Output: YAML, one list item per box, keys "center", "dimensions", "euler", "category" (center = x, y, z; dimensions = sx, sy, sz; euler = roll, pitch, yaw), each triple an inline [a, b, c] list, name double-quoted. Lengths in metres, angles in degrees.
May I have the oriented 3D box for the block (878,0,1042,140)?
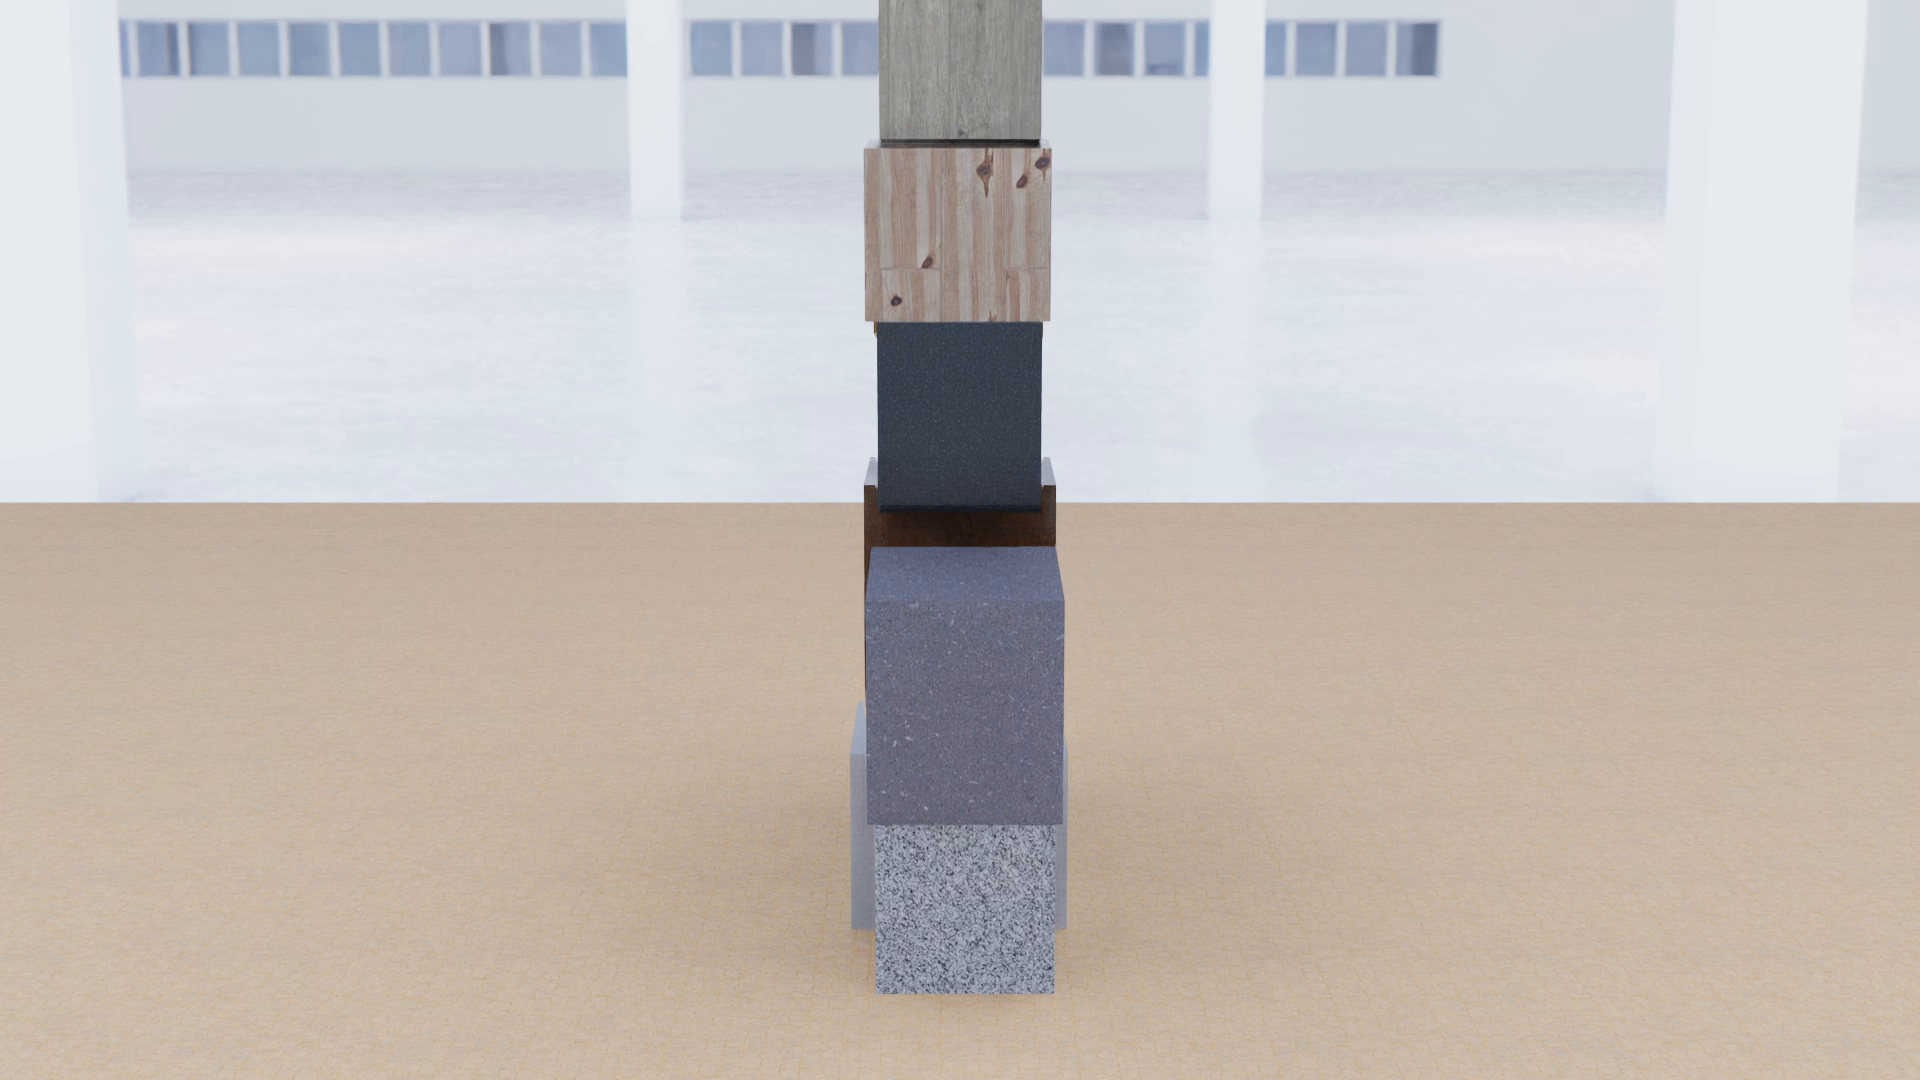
- center: [0.002, -2.073, 10.770]
  dimensions: [0.665, 0.773, 0.632]
  euler: [0, 8, 0]
  category: "block"

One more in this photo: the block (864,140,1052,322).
- center: [-0.009, -1.284, 10.578]
  dimensions: [0.749, 0.692, 0.630]
  euler: [0, 12, 0]
  category: "block"

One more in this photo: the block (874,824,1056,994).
- center: [0.020, 1.340, 10.217]
  dimensions: [0.689, 0.700, 0.749]
  euler: [0, 11, 0]
  category: "block"

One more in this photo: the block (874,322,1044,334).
- center: [-0.007, -1.231, 11.282]
  dimensions: [0.728, 0.581, 0.645]
  euler: [0, 10, 0]
  category: "block"

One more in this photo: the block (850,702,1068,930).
- center: [-0.004, 1.168, 11.039]
  dimensions: [0.896, 0.751, 0.903]
  euler: [0, 10, 0]
  category: "block"

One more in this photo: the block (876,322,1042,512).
- center: [-0.002, -0.562, 10.721]
  dimensions: [0.667, 0.781, 0.658]
  euler: [0, 12, 0]
  category: "block"

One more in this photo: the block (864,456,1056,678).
- center: [0.000, 0.135, 11.558]
  dimensions: [0.831, 0.906, 0.826]
  euler: [0, 10, 0]
  category: "block"

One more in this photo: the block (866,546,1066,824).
- center: [0.017, 0.554, 10.023]
  dimensions: [0.742, 0.878, 0.822]
  euler: [0, 14, 0]
  category: "block"
